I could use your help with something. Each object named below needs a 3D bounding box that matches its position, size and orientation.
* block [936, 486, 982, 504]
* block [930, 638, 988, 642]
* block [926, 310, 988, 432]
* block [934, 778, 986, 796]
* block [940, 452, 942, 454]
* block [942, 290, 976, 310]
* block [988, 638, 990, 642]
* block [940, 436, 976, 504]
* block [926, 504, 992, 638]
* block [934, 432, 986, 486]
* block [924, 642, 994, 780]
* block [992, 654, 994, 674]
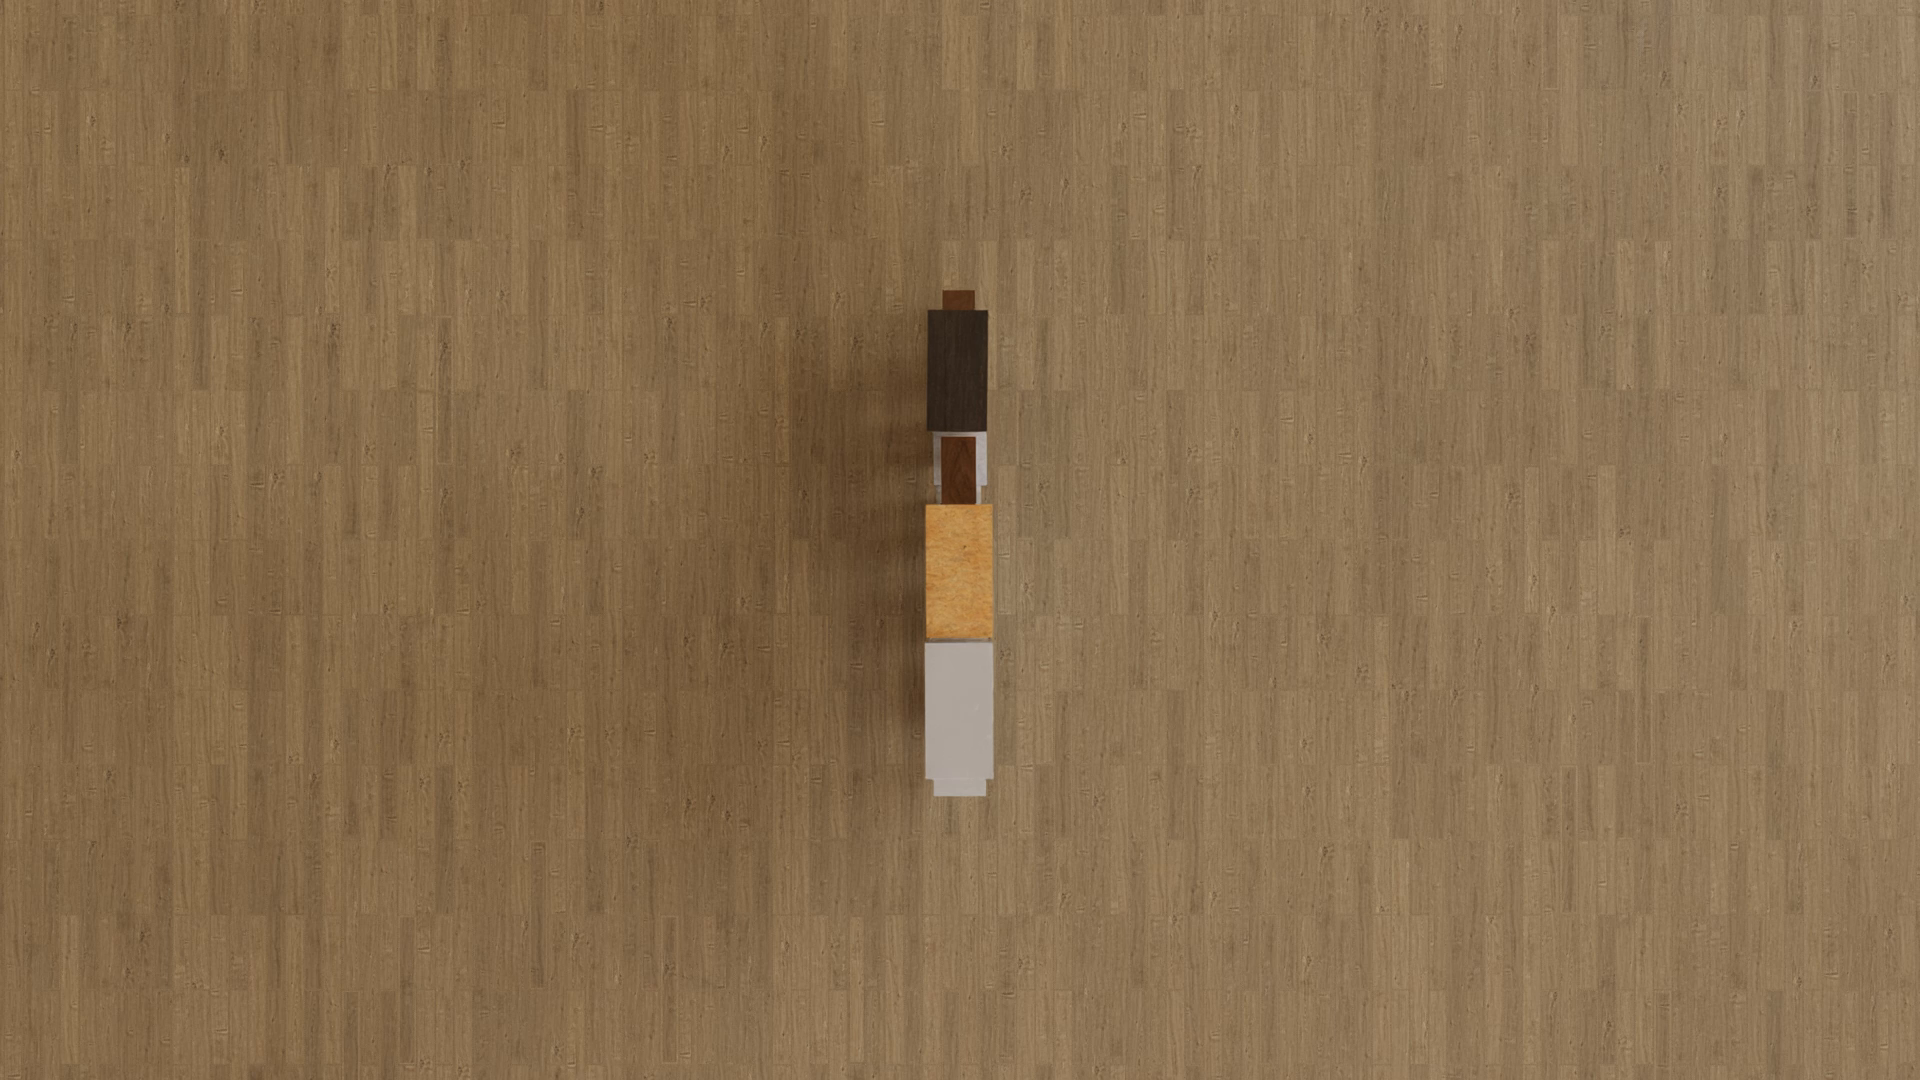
[{"bbox_3d":[-0.003,-0.168,4.880,0.131,0.037,0.262,0,90,0],"label":"block"},{"bbox_3d":[-0.003,0.145,4.440,0.156,0.044,0.312,0,90,0],"label":"block"},{"bbox_3d":[-0.006,-0.429,4.196,0.153,0.043,0.306,0,92,0],"label":"block"},{"bbox_3d":[-0.001,0.635,5.154,0.162,0.046,0.323,0,90,0],"label":"block"},{"bbox_3d":[-0.004,-0.240,4.436,0.092,0.184,0.026,-1,90,0],"label":"block"},{"bbox_3d":[-0.004,-0.693,5.277,0.104,0.029,0.208,0,90,0],"label":"block"},{"bbox_3d":[0.002,0.137,4.799,0.169,0.048,0.338,0,90,0],"label":"block"},{"bbox_3d":[-0.003,-0.179,4.331,0.092,0.026,0.184,-1,90,0],"label":"block"},{"bbox_3d":[-0.002,0.076,4.069,0.163,0.046,0.326,0,90,0],"label":"block"},{"bbox_3d":[0.000,-0.297,4.549,0.146,0.041,0.292,-1,90,0],"label":"block"},{"bbox_3d":[-0.002,0.418,4.061,0.166,0.047,0.333,0,90,0],"label":"block"},{"bbox_3d":[-0.001,0.305,4.251,0.167,0.333,0.047,0,91,0],"label":"block"}]
